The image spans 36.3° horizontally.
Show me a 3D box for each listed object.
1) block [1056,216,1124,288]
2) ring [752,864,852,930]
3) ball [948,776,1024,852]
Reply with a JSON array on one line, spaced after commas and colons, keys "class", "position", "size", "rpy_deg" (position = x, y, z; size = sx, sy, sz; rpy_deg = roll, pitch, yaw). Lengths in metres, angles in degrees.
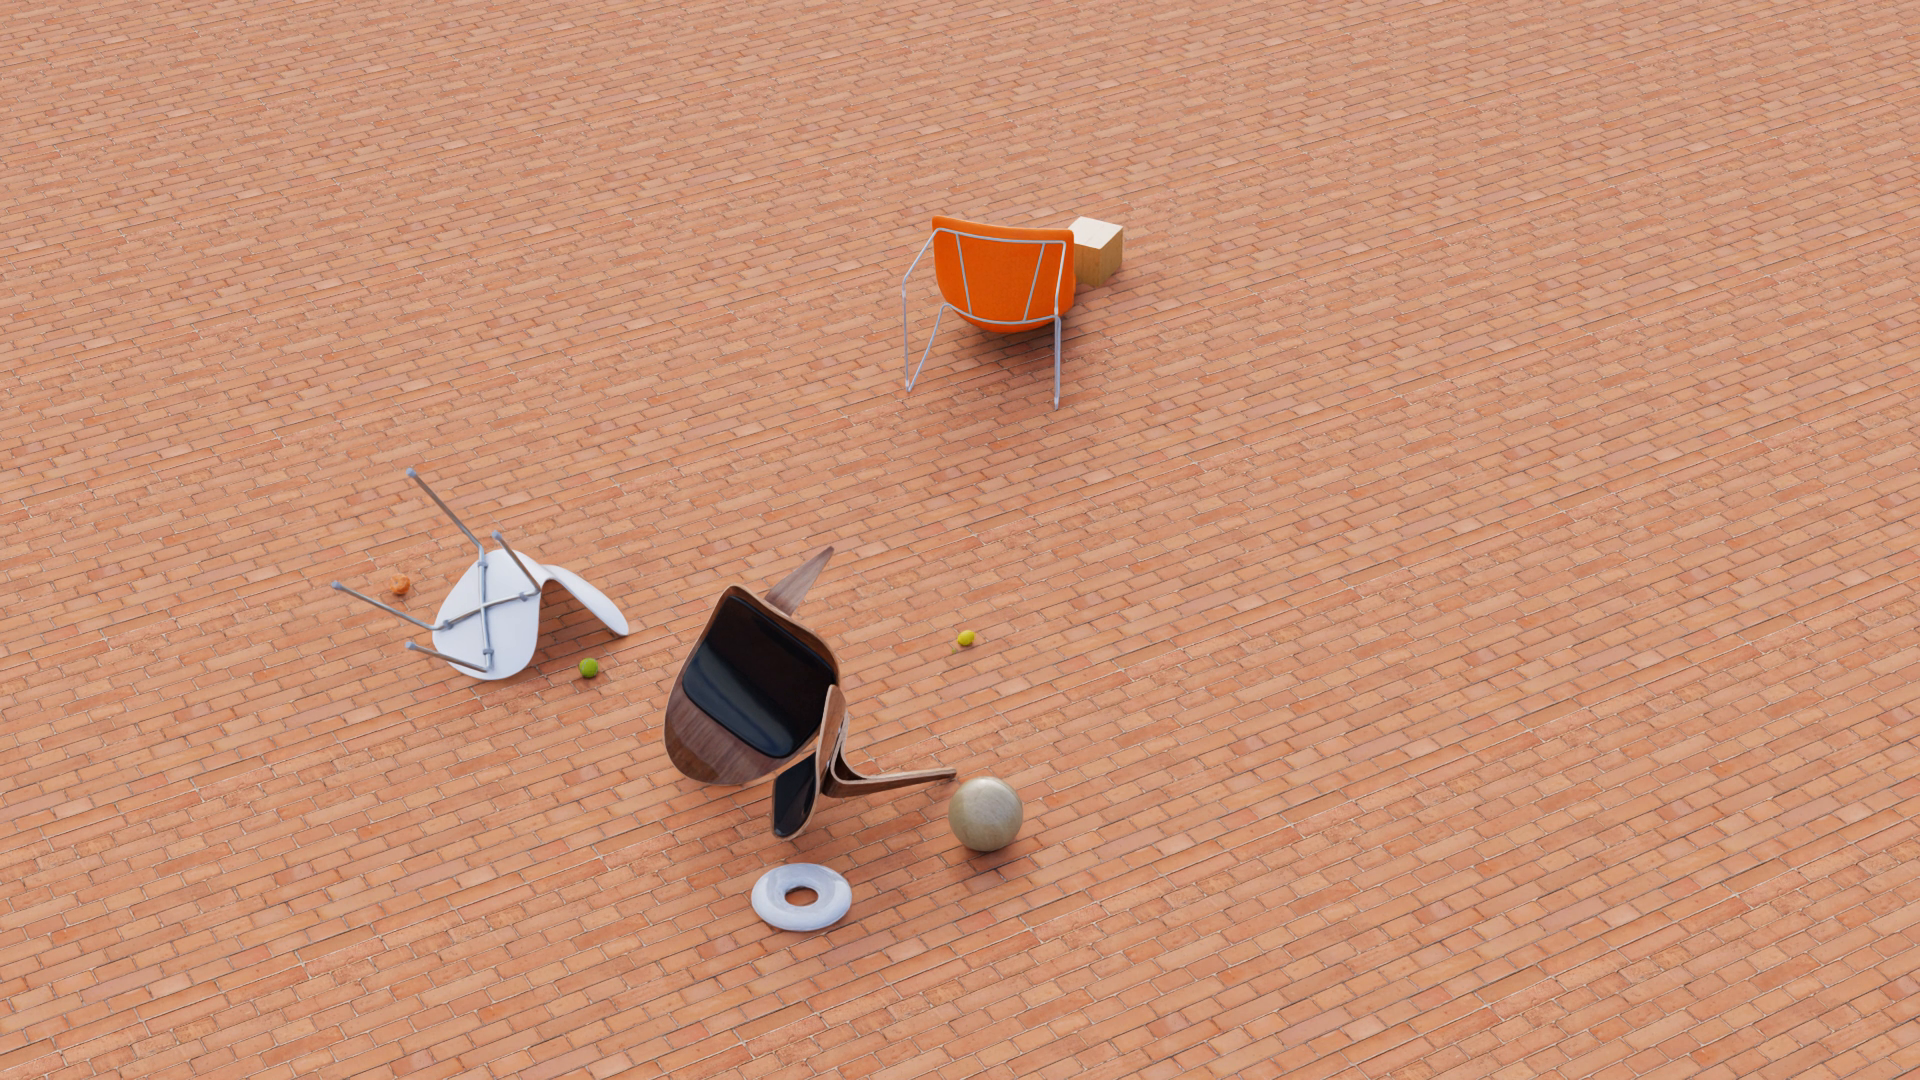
[{"class": "block", "position": [0.560, -1.246, 12.667], "size": [0.204, 0.185, 0.236], "rpy_deg": [16, 37, 23]}, {"class": "ring", "position": [-0.497, 1.120, 9.205], "size": [0.315, 0.045, 0.322], "rpy_deg": [-23, 40, -31]}, {"class": "ball", "position": [0.082, 0.877, 9.393], "size": [0.242, 0.242, 0.242], "rpy_deg": [0, 33, 0]}]
